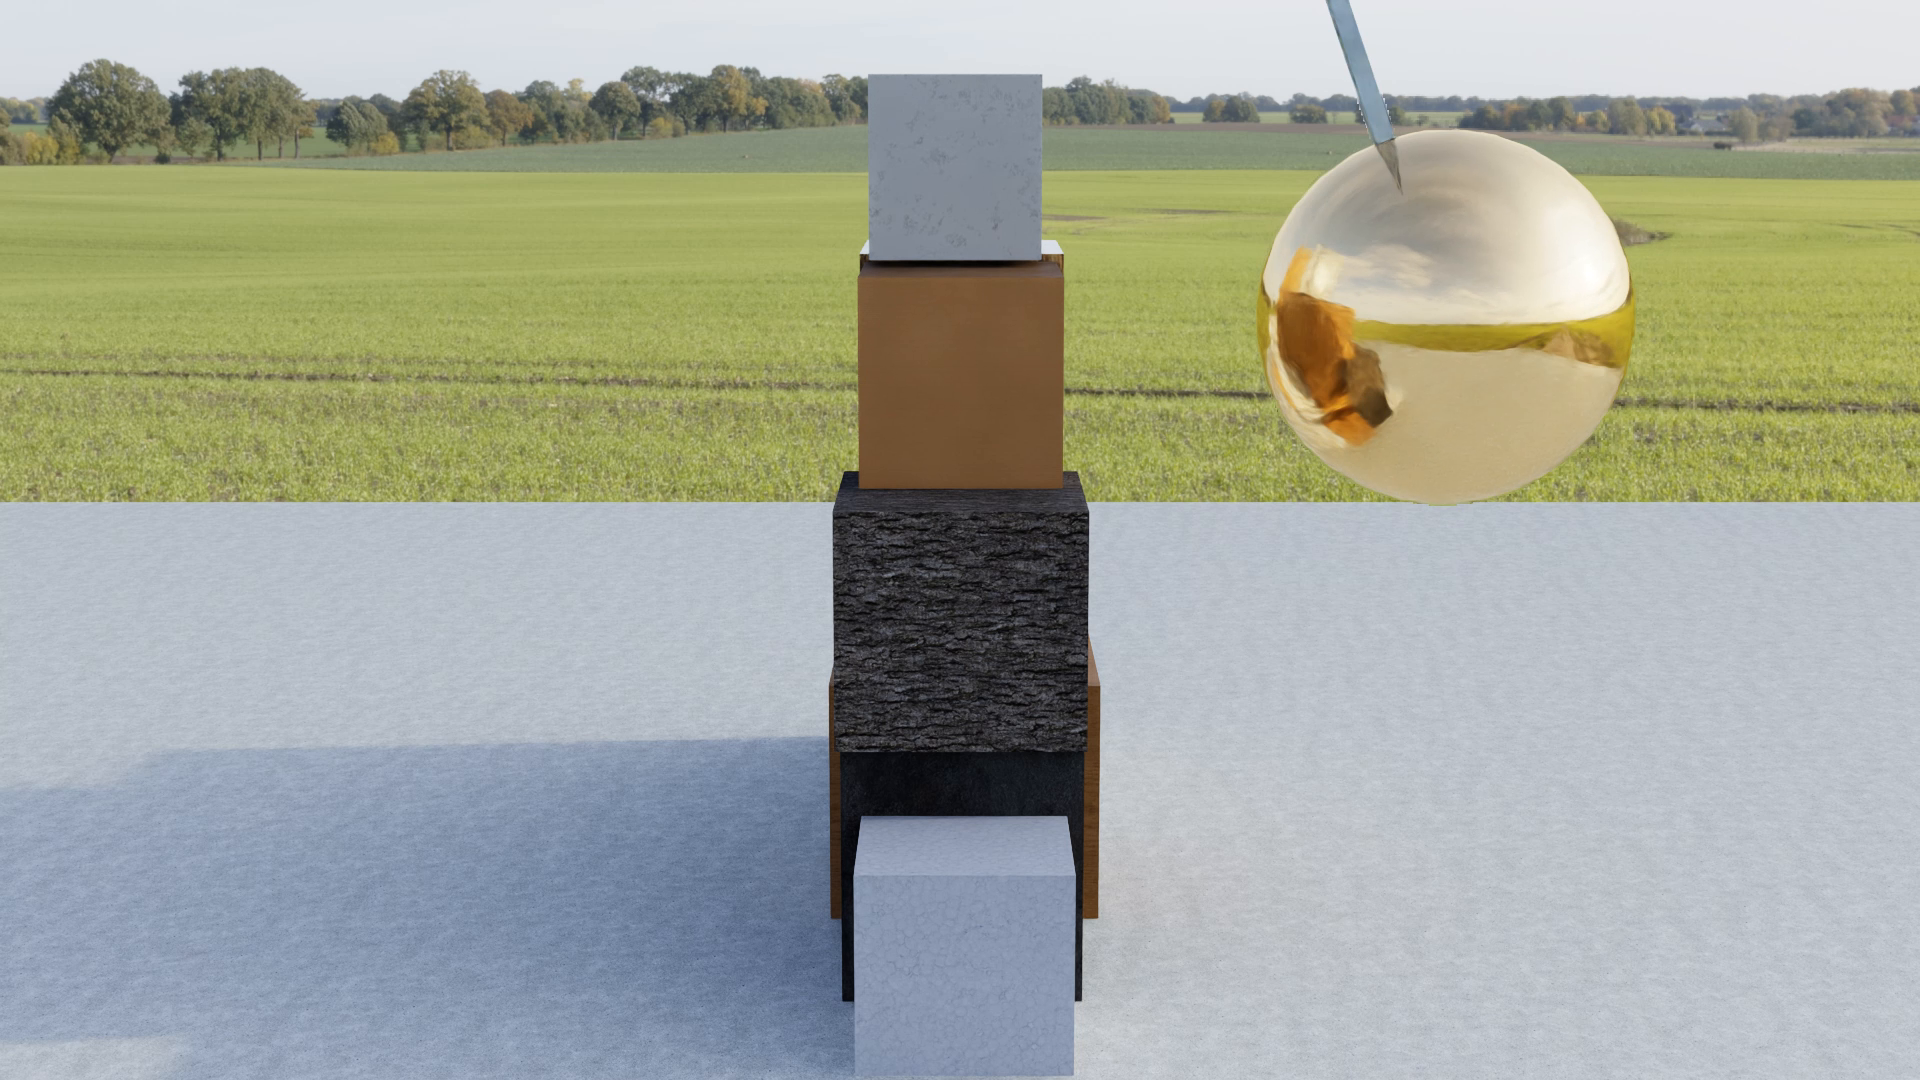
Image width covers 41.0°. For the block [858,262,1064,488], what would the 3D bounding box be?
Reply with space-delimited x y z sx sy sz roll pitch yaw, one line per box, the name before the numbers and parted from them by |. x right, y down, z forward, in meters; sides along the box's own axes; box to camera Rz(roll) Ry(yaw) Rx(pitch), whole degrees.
block | 0.003 -0.678 10.302 0.791 0.817 0.857 0 10 0

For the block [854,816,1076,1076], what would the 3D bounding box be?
block | 0.016 1.472 9.400 0.777 0.740 0.731 0 10 0

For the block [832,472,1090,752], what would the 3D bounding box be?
block | 0.003 0.256 9.987 0.945 0.908 0.987 0 10 0

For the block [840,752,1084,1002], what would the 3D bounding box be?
block | 0.008 1.187 10.222 0.920 1.007 0.968 0 10 0

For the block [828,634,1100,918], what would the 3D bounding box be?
block | 0.019 1.007 11.216 1.126 1.007 1.033 0 10 0

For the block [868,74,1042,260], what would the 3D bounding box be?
block | -0.019 -1.553 10.607 0.692 0.735 0.772 0 10 0

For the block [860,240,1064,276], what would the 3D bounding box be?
block | 0.007 -0.826 11.177 0.849 0.900 0.896 0 10 0

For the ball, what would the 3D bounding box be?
ball | 2.074 -0.953 11.007 1.600 1.600 1.600 0 10 0

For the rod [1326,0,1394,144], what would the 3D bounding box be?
rod | 0.899 -4.092 10.436 0.080 5.200 0.080 -20 10 4
